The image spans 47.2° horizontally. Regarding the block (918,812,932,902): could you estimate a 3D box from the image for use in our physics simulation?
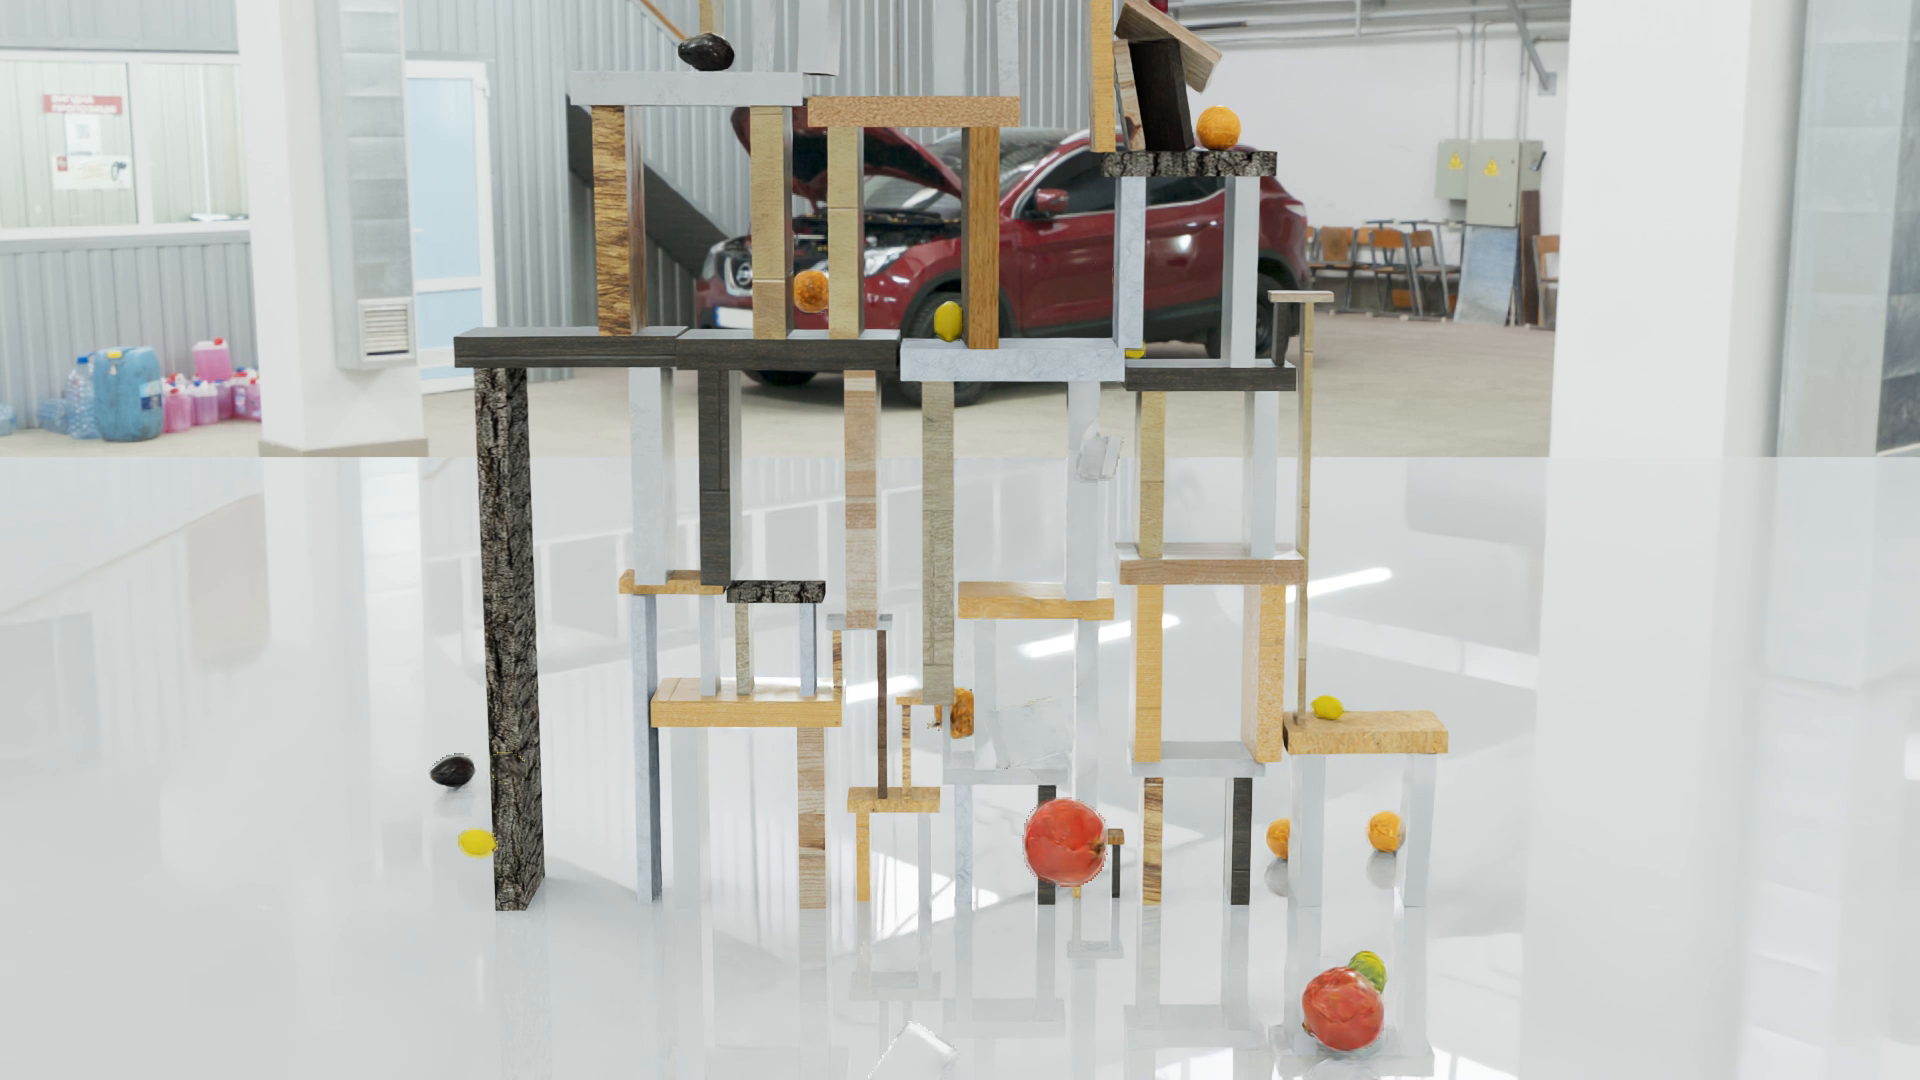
[{"bbox_3d":[-0.058,0.515,3.656,0.022,0.152,0.076,0,11,0],"label":"block"}]

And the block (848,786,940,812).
[{"bbox_3d":[-0.109,0.430,3.640,0.152,0.022,0.076,0,11,0],"label":"block"}]

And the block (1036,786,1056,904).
[{"bbox_3d":[0.142,0.490,3.648,0.029,0.204,0.102,0,11,0],"label":"block"}]

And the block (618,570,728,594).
[{"bbox_3d":[-0.464,0.068,3.575,0.167,0.024,0.084,1,11,0],"label":"block"}]

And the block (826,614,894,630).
[{"bbox_3d":[-0.163,0.133,3.582,0.107,0.015,0.054,0,11,0],"label":"block"}]

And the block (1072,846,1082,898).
[{"bbox_3d":[0.195,0.544,3.664,0.013,0.093,0.046,1,11,4],"label":"block"}]

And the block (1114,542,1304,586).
[{"bbox_3d":[0.401,0.038,3.565,0.292,0.041,0.146,0,11,0],"label":"block"}]

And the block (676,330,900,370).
[{"bbox_3d":[-0.269,-0.304,3.505,0.343,0.049,0.171,0,11,1],"label":"block"}]

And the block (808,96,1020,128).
[{"bbox_3d":[-0.069,-0.669,3.434,0.324,0.046,0.162,0,11,1],"label":"block"}]

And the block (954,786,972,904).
[{"bbox_3d":[0.006,0.490,3.648,0.029,0.204,0.102,0,11,0],"label":"block"}]

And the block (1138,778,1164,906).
[{"bbox_3d":[0.315,0.483,3.648,0.031,0.218,0.109,0,11,0],"label":"block"}]

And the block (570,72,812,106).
[{"bbox_3d":[-0.415,-0.702,3.428,0.353,0.050,0.176,0,11,1],"label":"block"}]

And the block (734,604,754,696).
[{"bbox_3d":[-0.351,0.170,3.590,0.022,0.154,0.077,0,11,1],"label":"block"}]

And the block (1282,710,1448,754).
[{"bbox_3d":[0.660,0.316,3.620,0.259,0.037,0.130,0,11,0],"label":"block"}]

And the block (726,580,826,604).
[{"bbox_3d":[-0.298,0.084,3.573,0.154,0.022,0.077,0,11,1],"label":"block"}]

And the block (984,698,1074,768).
[{"bbox_3d":[0.078,0.213,2.431,0.017,0.060,0.121,-20,-8,37],"label":"block"}]

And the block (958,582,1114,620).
[{"bbox_3d":[0.123,0.098,3.572,0.250,0.035,0.125,0,11,1],"label":"block"}]

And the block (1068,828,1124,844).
[{"bbox_3d":[0.226,0.492,3.652,0.093,0.013,0.046,0,11,1],"label":"block"}]

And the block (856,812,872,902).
[{"bbox_3d":[-0.160,0.515,3.656,0.022,0.152,0.076,0,11,0],"label":"block"}]

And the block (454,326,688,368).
[{"bbox_3d":[-0.616,-0.309,3.514,0.346,0.049,0.173,0,11,0],"label":"block"}]

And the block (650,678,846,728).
[{"bbox_3d":[-0.344,0.266,3.614,0.307,0.043,0.153,0,11,0],"label":"block"}]

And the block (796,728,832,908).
[{"bbox_3d":[-0.241,0.438,3.645,0.043,0.307,0.153,0,11,0],"label":"block"}]

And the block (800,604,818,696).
[{"bbox_3d":[-0.247,0.171,3.587,0.022,0.154,0.077,0,11,0],"label":"block"}]

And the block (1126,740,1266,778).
[{"bbox_3d":[0.388,0.361,3.625,0.218,0.031,0.109,0,11,0],"label":"block"}]

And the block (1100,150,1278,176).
[{"bbox_3d":[0.355,-0.590,3.445,0.265,0.037,0.132,0,11,0],"label":"block"}]

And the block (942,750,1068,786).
[{"bbox_3d":[0.074,0.375,3.626,0.204,0.029,0.102,0,11,0],"label":"block"}]

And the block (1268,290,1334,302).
[{"bbox_3d":[0.540,-0.387,3.491,0.099,0.014,0.049,0,10,1],"label":"block"}]

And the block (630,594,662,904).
[{"bbox_3d":[-0.515,0.336,3.615,0.024,0.518,0.084,1,11,4],"label":"block"}]

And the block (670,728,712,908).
[{"bbox_3d":[-0.446,0.438,3.646,0.043,0.307,0.153,0,11,0],"label":"block"}]

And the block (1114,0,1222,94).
[{"bbox_3d":[0.322,-0.768,3.405,0.169,0.024,0.085,36,-22,7],"label":"block"}]

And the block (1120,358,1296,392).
[{"bbox_3d":[0.394,-0.264,3.513,0.266,0.038,0.133,0,11,0],"label":"block"}]

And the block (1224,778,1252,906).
[{"bbox_3d":[0.461,0.483,3.648,0.031,0.218,0.109,0,11,0],"label":"block"}]

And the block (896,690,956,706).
[{"bbox_3d":[-0.055,0.257,3.602,0.099,0.014,0.050,0,11,0],"label":"block"}]

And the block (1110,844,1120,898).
[{"bbox_3d":[0.258,0.544,3.662,0.013,0.093,0.046,0,11,0],"label":"block"}]

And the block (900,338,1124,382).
[{"bbox_3d":[0.081,-0.288,3.506,0.349,0.049,0.175,0,11,0],"label":"block"}]

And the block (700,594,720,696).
[{"bbox_3d":[-0.407,0.163,3.589,0.024,0.167,0.084,0,11,0],"label":"block"}]
